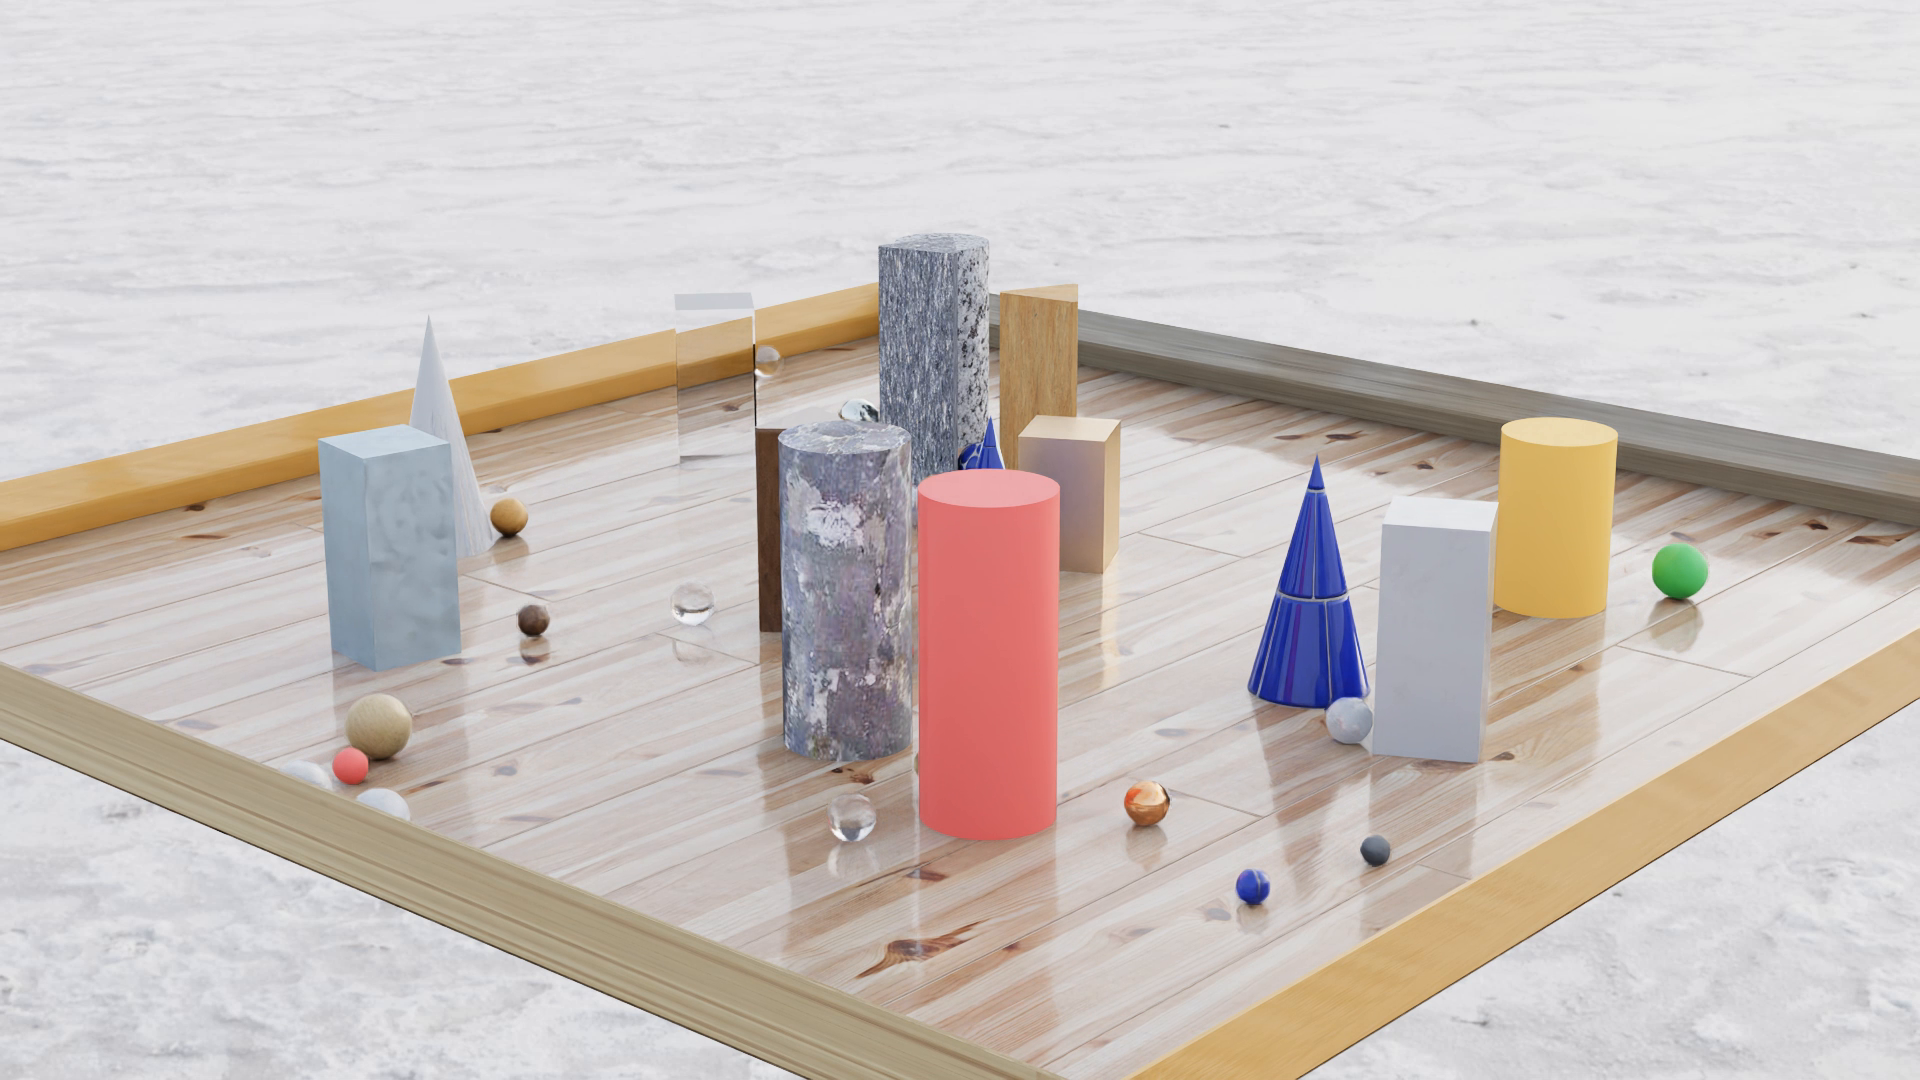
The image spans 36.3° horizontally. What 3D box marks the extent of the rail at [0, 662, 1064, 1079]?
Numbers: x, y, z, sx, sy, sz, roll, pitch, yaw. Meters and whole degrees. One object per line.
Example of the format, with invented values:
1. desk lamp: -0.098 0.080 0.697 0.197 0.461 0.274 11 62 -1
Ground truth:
1. rail: -0.968 0.354 4.053 2.994 0.127 0.045 14 22 39

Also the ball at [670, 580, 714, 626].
1. ball: -0.453 0.106 4.966 0.076 0.076 0.076 0 17 0

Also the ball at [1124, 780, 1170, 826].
1. ball: 0.262 0.369 4.115 0.064 0.064 0.064 0 17 0

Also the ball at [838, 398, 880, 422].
1. ball: -0.212 -0.254 6.142 0.086 0.086 0.086 0 17 0

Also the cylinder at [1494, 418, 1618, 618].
1. cylinder: 1.024 -0.040 5.054 0.196 0.304 0.196 0 17 0

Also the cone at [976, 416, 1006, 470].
1. cone: 0.051 -0.037 4.949 0.196 0.361 0.196 0 17 0

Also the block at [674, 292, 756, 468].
1. block: -0.497 -0.326 5.963 0.157 0.327 0.157 -2 17 -6

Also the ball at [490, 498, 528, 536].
1. ball: -0.841 -0.044 5.474 0.070 0.070 0.070 0 17 0

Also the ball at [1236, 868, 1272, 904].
1. ball: 0.386 0.455 3.859 0.047 0.047 0.047 0 17 0

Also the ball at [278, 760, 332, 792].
1. ball: -0.928 0.353 4.127 0.087 0.087 0.087 0 17 0

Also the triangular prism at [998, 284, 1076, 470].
1. triangular prism: 0.187 -0.288 5.707 0.169 0.403 0.147 10 20 31

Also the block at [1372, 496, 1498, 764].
1. block: 0.712 0.132 4.390 0.157 0.359 0.157 4 17 14

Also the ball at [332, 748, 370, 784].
1. ball: -0.887 0.329 4.269 0.052 0.052 0.052 0 17 0

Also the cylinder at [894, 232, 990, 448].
1. cylinder: -0.037 -0.417 6.111 0.196 0.416 0.196 0 17 0

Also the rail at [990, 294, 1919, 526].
1. rail: 0.968 -0.290 6.187 2.994 0.127 0.045 14 22 39

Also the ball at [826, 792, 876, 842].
1. ball: -0.150 0.383 4.060 0.068 0.068 0.068 0 17 0

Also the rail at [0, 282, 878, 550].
1. rail: -1.113 -0.247 6.045 0.045 0.127 3.000 14 22 39

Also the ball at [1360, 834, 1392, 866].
1. ball: 0.565 0.421 3.982 0.041 0.041 0.041 0 17 0

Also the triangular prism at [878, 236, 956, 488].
1. triangular prism: -0.051 -0.350 5.782 0.169 0.478 0.147 8 19 26

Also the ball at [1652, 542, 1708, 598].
1. ball: 1.253 0.053 5.105 0.097 0.097 0.097 0 17 0

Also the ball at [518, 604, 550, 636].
1. ball: -0.714 0.133 4.912 0.055 0.055 0.055 0 17 0

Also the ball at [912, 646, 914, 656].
1. ball: -0.115 0.178 4.721 0.080 0.080 0.080 0 17 0

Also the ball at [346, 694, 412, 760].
1. ball: -0.864 0.277 4.361 0.098 0.098 0.098 0 17 0

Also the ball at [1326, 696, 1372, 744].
1. ball: 0.587 0.271 4.426 0.071 0.071 0.071 0 17 0

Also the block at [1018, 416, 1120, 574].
1. block: 0.198 -0.084 5.303 0.157 0.245 0.157 4 17 13

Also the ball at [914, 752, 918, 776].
1. ball: -0.035 0.325 4.259 0.064 0.064 0.064 0 17 0

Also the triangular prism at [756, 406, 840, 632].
1. triangular prism: -0.250 -0.036 4.956 0.169 0.354 0.147 0 17 2

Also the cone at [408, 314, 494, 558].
1. cone: -0.959 -0.201 5.357 0.196 0.437 0.196 0 17 0

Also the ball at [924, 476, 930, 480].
1. ball: -0.051 -0.099 5.687 0.053 0.053 0.053 0 17 0

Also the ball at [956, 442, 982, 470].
1. ball: 0.041 -0.146 5.772 0.093 0.093 0.093 0 17 0

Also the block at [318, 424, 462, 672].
1. block: -0.932 0.011 4.794 0.157 0.358 0.157 -13 21 -37

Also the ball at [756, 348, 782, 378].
1. ball: -0.441 -0.404 6.670 0.069 0.069 0.069 0 17 0

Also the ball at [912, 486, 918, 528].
1. ball: -0.100 -0.062 5.511 0.083 0.083 0.083 0 17 0

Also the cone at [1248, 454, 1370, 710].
1. cone: 0.555 0.051 4.612 0.196 0.387 0.196 0 17 0

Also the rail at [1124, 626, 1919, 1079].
1. rail: 1.113 0.311 4.195 0.045 0.127 3.000 14 22 39

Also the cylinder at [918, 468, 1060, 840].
1. cylinder: 0.040 0.158 4.092 0.196 0.481 0.196 0 17 0

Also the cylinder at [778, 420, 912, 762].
1. cylinder: -0.170 0.075 4.382 0.196 0.473 0.196 0 17 0

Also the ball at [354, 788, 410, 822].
1. ball: -0.798 0.384 4.026 0.086 0.086 0.086 0 17 0
